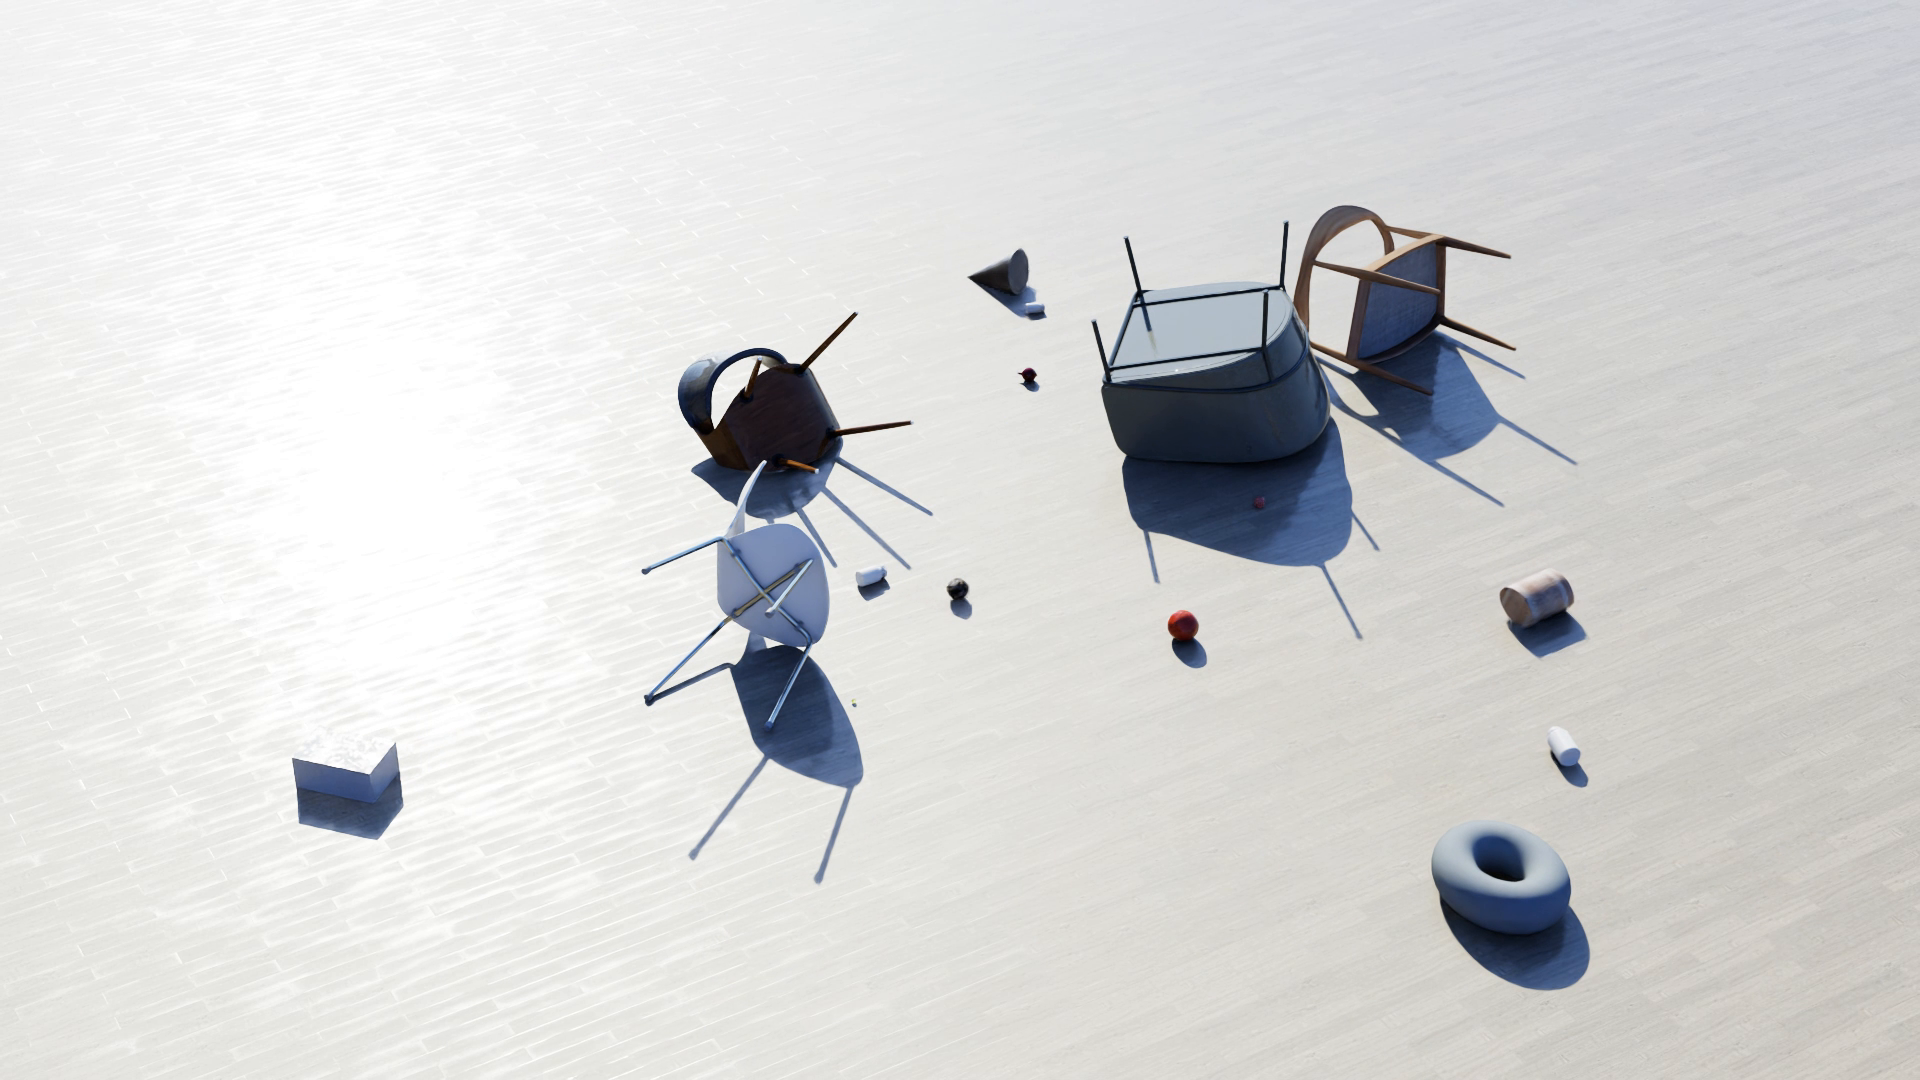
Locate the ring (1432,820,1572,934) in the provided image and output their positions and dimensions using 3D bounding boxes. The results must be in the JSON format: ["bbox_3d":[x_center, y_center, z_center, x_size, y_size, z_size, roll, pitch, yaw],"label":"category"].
[{"bbox_3d":[1.696,1.055,9.196,0.405,0.165,0.484,-15,35,-24],"label":"ring"}]

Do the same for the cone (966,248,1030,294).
[{"bbox_3d":[0.141,-1.143,12.604,0.258,0.165,0.223,-3,48,30],"label":"cone"}]

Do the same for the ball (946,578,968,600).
[{"bbox_3d":[-0.008,0.177,10.603,0.079,0.079,0.079,0,33,0],"label":"ball"}]

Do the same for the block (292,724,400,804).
[{"bbox_3d":[-2.033,0.742,9.707,0.286,0.123,0.187,10,35,15],"label":"block"}]

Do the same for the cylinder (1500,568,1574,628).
[{"bbox_3d":[2.068,0.207,10.508,0.211,0.129,0.168,-21,59,-28],"label":"cylinder"}]
